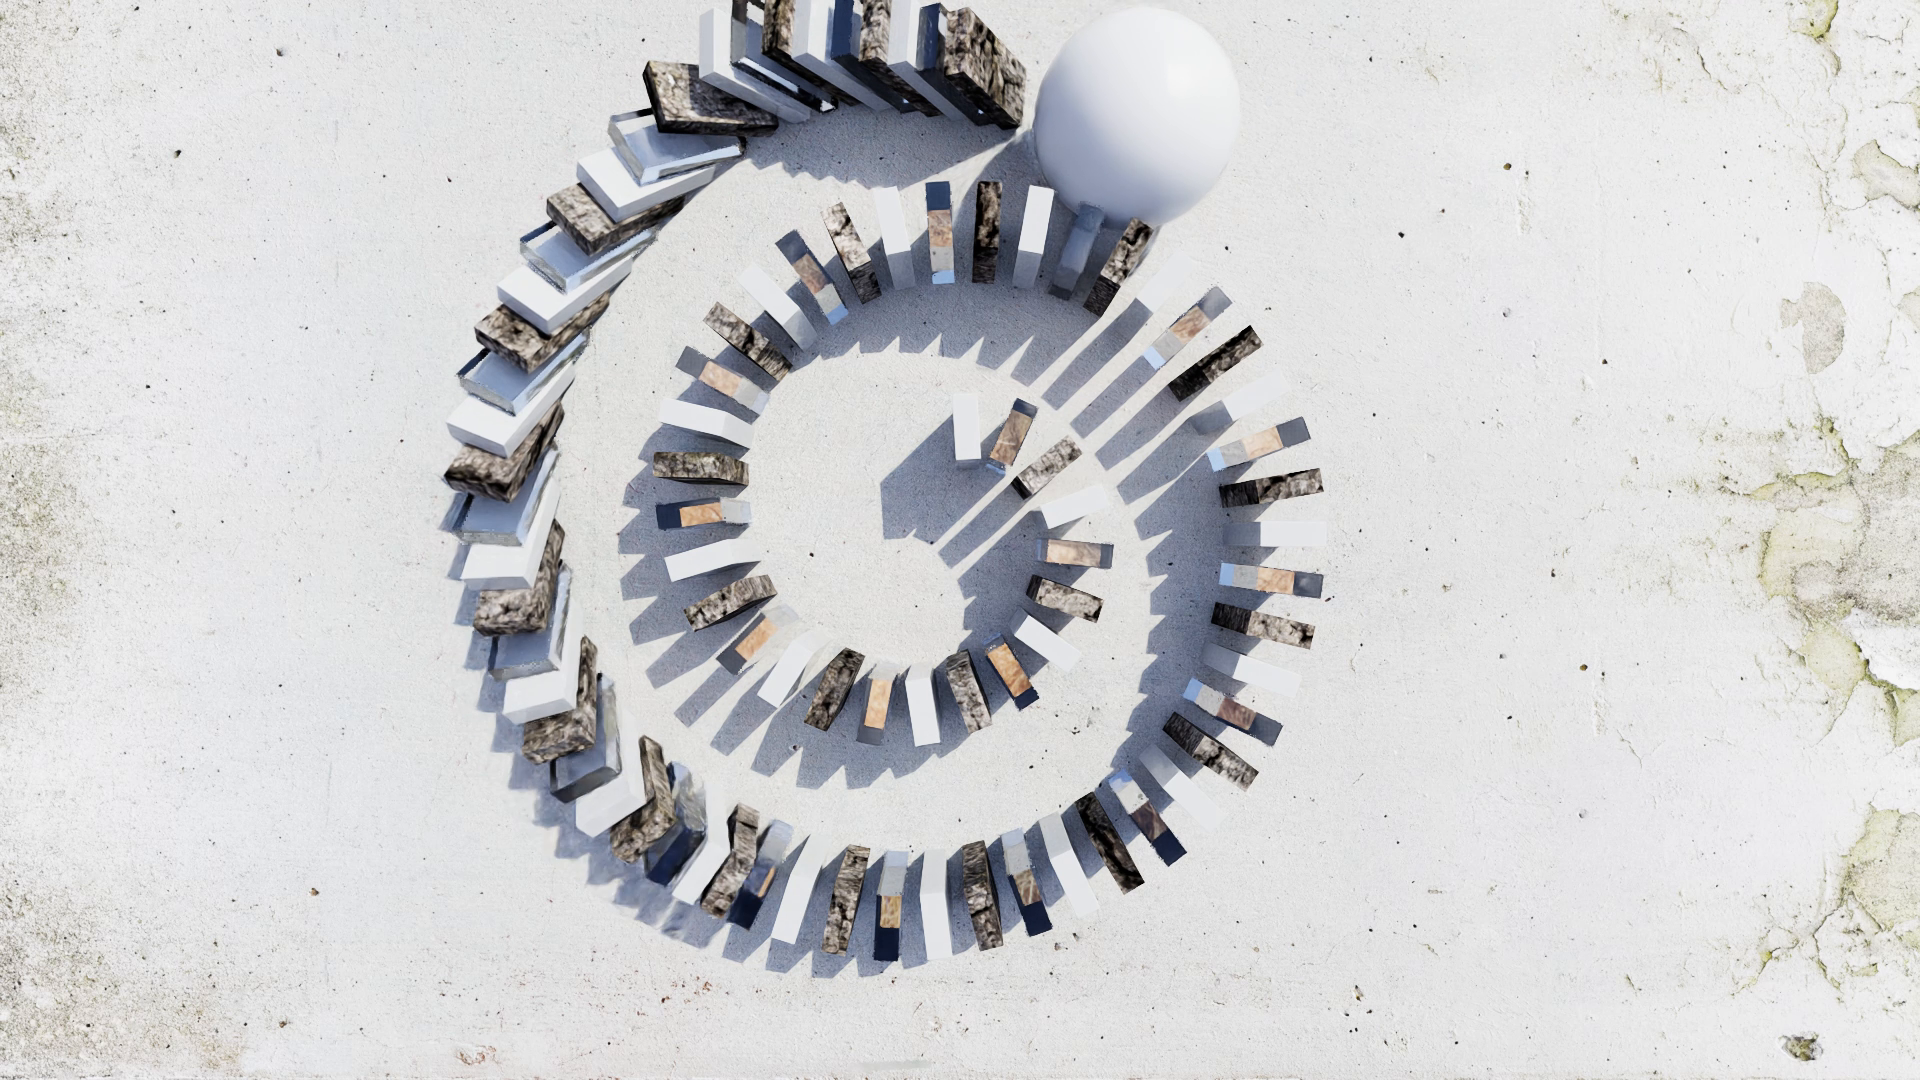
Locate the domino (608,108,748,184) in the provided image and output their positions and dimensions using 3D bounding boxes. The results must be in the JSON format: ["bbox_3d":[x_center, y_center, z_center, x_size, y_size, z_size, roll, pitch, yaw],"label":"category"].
[{"bbox_3d":[-0.117,-0.168,0.382,0.050,0.009,0.025,-33,90,-34],"label":"domino"}]

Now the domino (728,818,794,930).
[{"bbox_3d":[-0.081,0.135,0.375,0.010,0.050,0.025,26,90,-4],"label":"domino"}]

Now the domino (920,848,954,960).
[{"bbox_3d":[-0.009,0.148,0.375,0.009,0.050,0.025,-7,90,0],"label":"domino"}]

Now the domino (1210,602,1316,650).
[{"bbox_3d":[0.123,0.034,0.375,0.025,0.050,0.010,13,90,0],"label":"domino"}]

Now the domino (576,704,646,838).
[{"bbox_3d":[-0.145,0.094,0.378,0.025,0.050,0.009,-33,130,0],"label":"domino"}]

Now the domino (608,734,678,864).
[{"bbox_3d":[-0.133,0.105,0.377,0.025,0.050,0.009,-44,126,0],"label":"domino"}]

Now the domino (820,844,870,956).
[{"bbox_3d":[-0.046,0.146,0.375,0.009,0.050,0.025,11,90,0],"label":"domino"}]

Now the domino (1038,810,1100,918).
[{"bbox_3d":[0.044,0.131,0.375,0.010,0.050,0.025,-25,90,0],"label":"domino"}]

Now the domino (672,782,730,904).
[{"bbox_3d":[-0.107,0.123,0.375,0.010,0.050,0.025,36,90,-21],"label":"domino"}]

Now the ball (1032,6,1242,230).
[{"bbox_3d":[0.069,-0.164,0.360,0.080,0.080,0.080,0,90,0],"label":"ball"}]

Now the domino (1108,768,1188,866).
[{"bbox_3d":[0.076,0.112,0.375,0.009,0.050,0.025,-37,90,0],"label":"domino"}]

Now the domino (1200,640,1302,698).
[{"bbox_3d":[0.117,0.052,0.375,0.025,0.050,0.009,19,90,0],"label":"domino"}]

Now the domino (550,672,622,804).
[{"bbox_3d":[-0.155,0.081,0.379,0.025,0.050,0.010,-27,135,0],"label":"domino"}]

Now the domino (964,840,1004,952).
[{"bbox_3d":[0.009,0.144,0.375,0.010,0.050,0.025,-14,90,0],"label":"domino"}]

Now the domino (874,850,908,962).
[{"bbox_3d":[-0.028,0.148,0.375,0.009,0.050,0.025,3,90,0],"label":"domino"}]

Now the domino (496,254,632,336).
[{"bbox_3d":[-0.164,-0.110,0.382,0.025,0.010,0.050,35,57,0],"label":"domino"}]

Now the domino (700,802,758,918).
[{"bbox_3d":[-0.094,0.129,0.375,0.010,0.050,0.025,30,90,-13],"label":"domino"}]

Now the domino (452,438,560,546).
[{"bbox_3d":[-0.188,-0.021,0.382,0.025,0.009,0.050,4,56,0],"label":"domino"}]

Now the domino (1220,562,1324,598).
[{"bbox_3d":[0.126,0.016,0.375,0.025,0.050,0.009,8,90,0],"label":"domino"}]

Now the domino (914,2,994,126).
[{"bbox_3d":[0.000,-0.194,0.376,0.010,0.050,0.025,4,90,31],"label":"domino"}]

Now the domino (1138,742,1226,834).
[{"bbox_3d":[0.090,0.100,0.375,0.025,0.050,0.010,45,90,0],"label":"domino"}]

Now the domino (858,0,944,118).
[{"bbox_3d":[-0.022,-0.198,0.376,0.009,0.050,0.025,4,90,31],"label":"domino"}]

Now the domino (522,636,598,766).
[{"bbox_3d":[-0.165,0.066,0.380,0.025,0.009,0.050,-19,48,0],"label":"domino"}]

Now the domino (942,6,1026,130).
[{"bbox_3d":[0.011,-0.192,0.376,0.010,0.050,0.025,5,90,31],"label":"domino"}]

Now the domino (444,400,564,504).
[{"bbox_3d":[-0.189,-0.040,0.382,0.025,0.010,0.050,14,56,0],"label":"domino"}]

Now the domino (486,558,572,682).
[{"bbox_3d":[-0.178,0.033,0.381,0.025,0.009,0.050,-11,53,0],"label":"domino"}]

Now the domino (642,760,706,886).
[{"bbox_3d":[-0.119,0.115,0.376,0.010,0.050,0.025,38,90,-29],"label":"domino"}]

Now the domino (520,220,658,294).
[{"bbox_3d":[-0.154,-0.126,0.383,0.025,0.010,0.050,41,57,0],"label":"domino"}]

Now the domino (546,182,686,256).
[{"bbox_3d":[-0.143,-0.141,0.383,0.025,0.010,0.050,45,57,0],"label":"domino"}]

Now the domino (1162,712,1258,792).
[{"bbox_3d":[0.101,0.086,0.375,0.025,0.050,0.010,34,90,0],"label":"domino"}]

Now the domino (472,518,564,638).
[{"bbox_3d":[-0.183,0.015,0.382,0.025,0.009,0.050,-7,54,0],"label":"domino"}]

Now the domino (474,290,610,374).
[{"bbox_3d":[-0.173,-0.094,0.382,0.025,0.009,0.050,32,57,0],"label":"domino"}]

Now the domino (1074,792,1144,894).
[{"bbox_3d":[0.060,0.123,0.375,0.009,0.050,0.025,-31,90,0],"label":"domino"}]

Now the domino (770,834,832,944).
[{"bbox_3d":[-0.064,0.141,0.375,0.009,0.050,0.025,18,90,0],"label":"domino"}]

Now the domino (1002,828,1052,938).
[{"bbox_3d":[0.027,0.139,0.375,0.009,0.050,0.025,-20,90,0],"label":"domino"}]

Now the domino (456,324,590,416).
[{"bbox_3d":[-0.181,-0.077,0.382,0.025,0.009,0.050,27,56,0],"label":"domino"}]

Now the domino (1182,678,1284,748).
[{"bbox_3d":[0.110,0.069,0.375,0.025,0.050,0.010,26,90,0],"label":"domino"}]

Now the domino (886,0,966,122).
[{"bbox_3d":[-0.011,-0.196,0.376,0.010,0.050,0.025,4,90,31],"label":"domino"}]

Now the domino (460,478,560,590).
[{"bbox_3d":[-0.186,-0.003,0.382,0.025,0.010,0.050,-2,55,0],"label":"domino"}]

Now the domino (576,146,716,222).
[{"bbox_3d":[-0.130,-0.154,0.383,0.025,0.010,0.050,49,57,0],"label":"domino"}]

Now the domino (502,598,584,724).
[{"bbox_3d":[-0.172,0.050,0.381,0.025,0.009,0.050,-15,51,0],"label":"domino"}]

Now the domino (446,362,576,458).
[{"bbox_3d":[-0.186,-0.059,0.382,0.025,0.009,0.050,22,56,0],"label":"domino"}]
